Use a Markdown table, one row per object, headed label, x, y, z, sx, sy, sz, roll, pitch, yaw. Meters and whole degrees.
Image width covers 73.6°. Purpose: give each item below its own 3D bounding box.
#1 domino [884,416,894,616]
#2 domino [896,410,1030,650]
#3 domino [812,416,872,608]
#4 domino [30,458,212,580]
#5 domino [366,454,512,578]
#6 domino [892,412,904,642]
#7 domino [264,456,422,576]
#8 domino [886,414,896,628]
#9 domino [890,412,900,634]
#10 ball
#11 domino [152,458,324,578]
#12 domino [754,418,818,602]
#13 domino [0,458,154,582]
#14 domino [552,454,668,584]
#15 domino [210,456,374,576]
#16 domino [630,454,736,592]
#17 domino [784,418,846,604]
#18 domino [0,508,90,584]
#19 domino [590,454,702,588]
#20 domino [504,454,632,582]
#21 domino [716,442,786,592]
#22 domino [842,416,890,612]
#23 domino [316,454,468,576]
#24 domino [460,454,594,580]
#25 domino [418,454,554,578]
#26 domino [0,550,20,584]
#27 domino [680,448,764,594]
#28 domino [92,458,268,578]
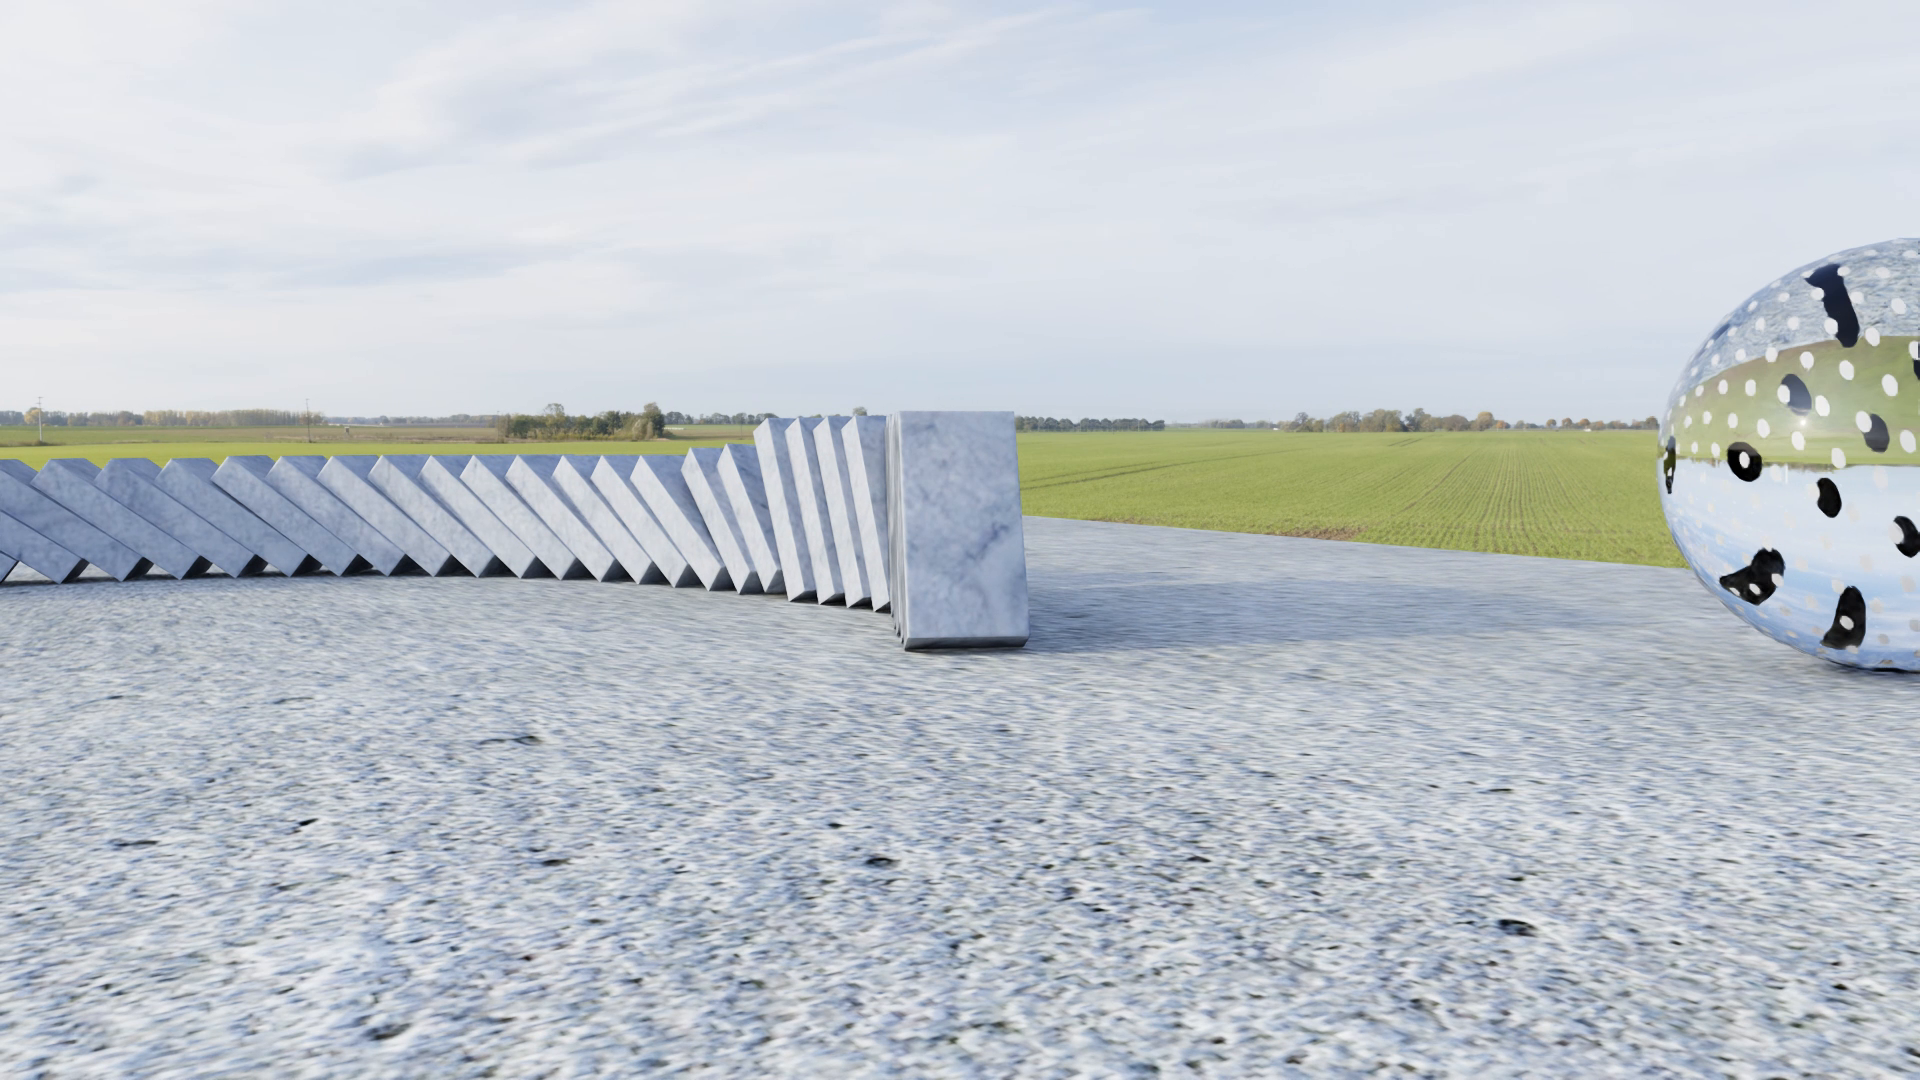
| label | x | y | z | sx | sy | sz | roll | pitch | yaw |
| --- | --- | --- | --- | --- | --- | --- | --- | --- | --- |
| domino | -0.005 | -0.006 | 0.322 | 0.025 | 0.050 | 0.009 | -1 | -20 | -8 |
| domino | 0.000 | -0.003 | 0.271 | 0.025 | 0.050 | 0.009 | -1 | -20 | -8 |
| domino | -0.022 | -0.008 | 0.342 | 0.025 | 0.050 | 0.010 | -3 | -18 | -33 |
| domino | -0.263 | -0.007 | 0.408 | 0.050 | 0.009 | 0.025 | 38 | -5 | -14 |
| domino | -0.167 | -0.009 | 0.422 | 0.050 | 0.010 | 0.025 | 40 | 11 | 6 |
| domino | -0.001 | -0.003 | 0.281 | 0.025 | 0.050 | 0.009 | -1 | -20 | -8 |
| domino | -0.200 | -0.008 | 0.423 | 0.050 | 0.010 | 0.025 | 39 | 4 | -1 |
| domino | -0.004 | -0.005 | 0.301 | 0.025 | 0.050 | 0.010 | -1 | -20 | -8 |
| domino | -0.002 | -0.004 | 0.291 | 0.025 | 0.050 | 0.009 | 0 | -20 | -7 |
| ball | 0.174 | -0.015 | 0.237 | 0.080 | 0.080 | 0.080 | 0 | 4 | 0 |
| domino | -0.232 | -0.008 | 0.418 | 0.050 | 0.009 | 0.025 | 37 | -1 | -8 |
| domino | -0.039 | -0.009 | 0.356 | 0.025 | 0.050 | 0.009 | -3 | -18 | -36 |
| domino | -0.279 | -0.006 | 0.401 | 0.050 | 0.010 | 0.025 | 38 | -7 | -17 |
| domino | -0.104 | -0.007 | 0.406 | 0.050 | 0.009 | 0.025 | 46 | 26 | 22 |
| domino | -0.216 | -0.008 | 0.421 | 0.050 | 0.009 | 0.025 | 39 | 2 | -5 |
| domino | -0.077 | -0.006 | 0.390 | 0.025 | 0.009 | 0.050 | -5 | 46 | -48 |
| domino | -0.030 | -0.008 | 0.350 | 0.025 | 0.050 | 0.009 | -3 | -18 | -34 |
| domino | -0.293 | -0.006 | 0.391 | 0.050 | 0.009 | 0.025 | 39 | -11 | -21 |
| domino | -0.090 | -0.007 | 0.398 | 0.050 | 0.010 | 0.025 | 47 | 29 | 25 |
| domino | -0.120 | -0.008 | 0.412 | 0.050 | 0.010 | 0.025 | 43 | 21 | 17 |
| domino | -0.051 | -0.007 | 0.372 | 0.025 | 0.009 | 0.050 | 1 | 46 | -35 |
| domino | -0.014 | -0.007 | 0.335 | 0.025 | 0.050 | 0.010 | -2 | -18 | -30 |
| domino | -0.183 | -0.009 | 0.423 | 0.050 | 0.009 | 0.025 | 39 | 7 | 2 |
| domino | -0.135 | -0.008 | 0.416 | 0.050 | 0.009 | 0.025 | 42 | 17 | 13 |
| domino | -0.151 | -0.008 | 0.420 | 0.050 | 0.009 | 0.025 | 41 | 15 | 11 |
| domino | -0.306 | -0.004 | 0.378 | 0.050 | 0.010 | 0.025 | 38 | -16 | -28 |
| domino | -0.062 | -0.007 | 0.380 | 0.025 | 0.009 | 0.050 | -3 | 49 | -38 |
| domino | -0.248 | -0.007 | 0.413 | 0.050 | 0.009 | 0.025 | 37 | -3 | -11 |
